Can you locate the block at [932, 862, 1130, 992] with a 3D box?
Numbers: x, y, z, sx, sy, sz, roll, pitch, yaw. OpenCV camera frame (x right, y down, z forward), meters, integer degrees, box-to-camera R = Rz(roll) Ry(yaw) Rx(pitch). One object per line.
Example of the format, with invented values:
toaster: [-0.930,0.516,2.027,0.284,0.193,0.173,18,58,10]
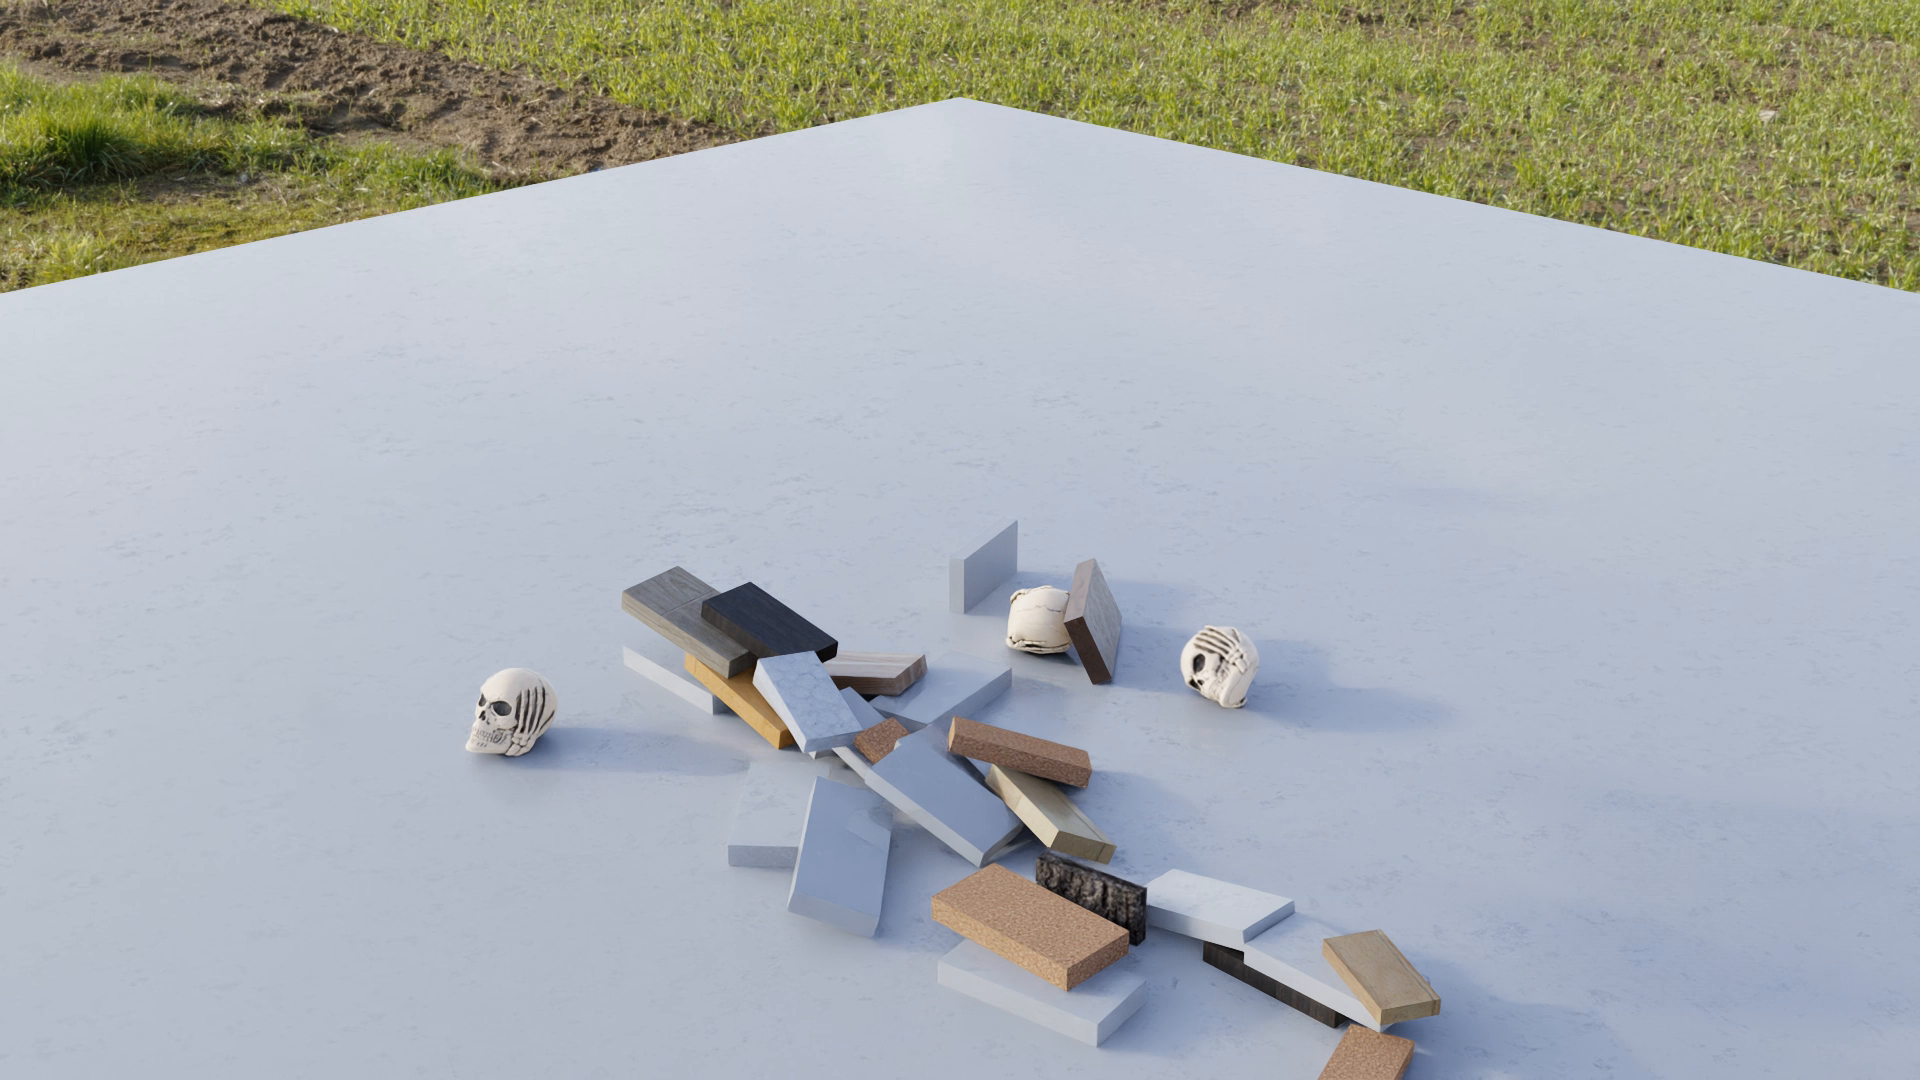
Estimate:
block: [0.124,0.691,3.952,0.330,0.047,0.165,21,31,40]

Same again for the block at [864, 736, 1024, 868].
block: [-0.029,0.516,4.353,0.291,0.041,0.145,34,40,20]

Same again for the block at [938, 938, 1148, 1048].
block: [0.144,0.776,3.871,0.330,0.047,0.165,15,27,32]

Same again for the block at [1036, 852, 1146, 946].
block: [0.241,0.662,4.060,0.220,0.110,0.031,16,29,32]

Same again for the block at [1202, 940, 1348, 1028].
block: [0.592,0.761,3.914,0.145,0.041,0.291,-21,31,-40]

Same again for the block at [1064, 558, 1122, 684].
block: [0.311,0.185,5.106,0.047,0.166,0.332,-20,18,16]

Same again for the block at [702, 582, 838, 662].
block: [-0.423,0.197,4.870,0.288,0.041,0.144,32,37,32]

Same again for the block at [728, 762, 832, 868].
block: [-0.358,0.548,4.409,0.166,0.047,0.332,1,23,3]

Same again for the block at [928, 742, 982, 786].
block: [-0.020,0.503,4.432,0.104,0.029,0.208,-26,55,-38]

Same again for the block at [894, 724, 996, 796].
block: [-0.030,0.472,4.515,0.104,0.029,0.208,-20,52,-39]

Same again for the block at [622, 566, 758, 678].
block: [-0.579,0.182,4.939,0.343,0.049,0.171,30,37,29]

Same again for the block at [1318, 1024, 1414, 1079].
block: [0.662,0.877,3.615,0.110,0.031,0.220,11,22,24]

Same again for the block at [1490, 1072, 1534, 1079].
block: [0.895,0.905,3.609,0.108,0.015,0.054,-6,24,-14]

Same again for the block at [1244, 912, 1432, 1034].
block: [0.656,0.751,3.833,0.145,0.041,0.291,-21,31,-40]

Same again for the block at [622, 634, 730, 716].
block: [-0.597,0.292,5.010,0.171,0.049,0.343,-20,30,-38]

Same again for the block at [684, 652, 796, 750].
block: [-0.435,0.324,4.844,0.171,0.049,0.343,-20,42,-38]

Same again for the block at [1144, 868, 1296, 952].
block: [0.455,0.677,4.036,0.145,0.041,0.291,-21,19,-40]

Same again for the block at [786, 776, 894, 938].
block: [-0.224,0.601,4.216,0.165,0.047,0.425,19,23,-6]

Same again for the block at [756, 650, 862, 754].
block: [-0.319,0.339,4.633,0.131,0.037,0.262,-7,40,-28]

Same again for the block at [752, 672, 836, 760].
block: [-0.322,0.360,4.733,0.131,0.037,0.262,-14,44,-34]

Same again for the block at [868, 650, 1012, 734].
block: [-0.045,0.345,4.888,0.166,0.047,0.332,15,27,31]

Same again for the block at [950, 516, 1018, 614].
block: [0.059,0.061,5.432,0.041,0.144,0.288,12,26,26]

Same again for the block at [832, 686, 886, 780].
block: [-0.201,0.419,4.629,0.131,0.037,0.262,-20,48,-39]

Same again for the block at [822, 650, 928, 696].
block: [-0.235,0.297,4.940,0.288,0.041,0.144,1,19,28]

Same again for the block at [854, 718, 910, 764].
block: [-0.112,0.459,4.545,0.104,0.029,0.208,-22,53,-41]

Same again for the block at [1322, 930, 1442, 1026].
block: [0.718,0.744,3.755,0.110,0.031,0.220,-7,24,-16]

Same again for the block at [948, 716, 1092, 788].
block: [0.123,0.437,4.541,0.291,0.041,0.145,15,9,-3]

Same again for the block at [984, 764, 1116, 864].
block: [0.177,0.541,4.353,0.145,0.041,0.291,19,11,-31]
